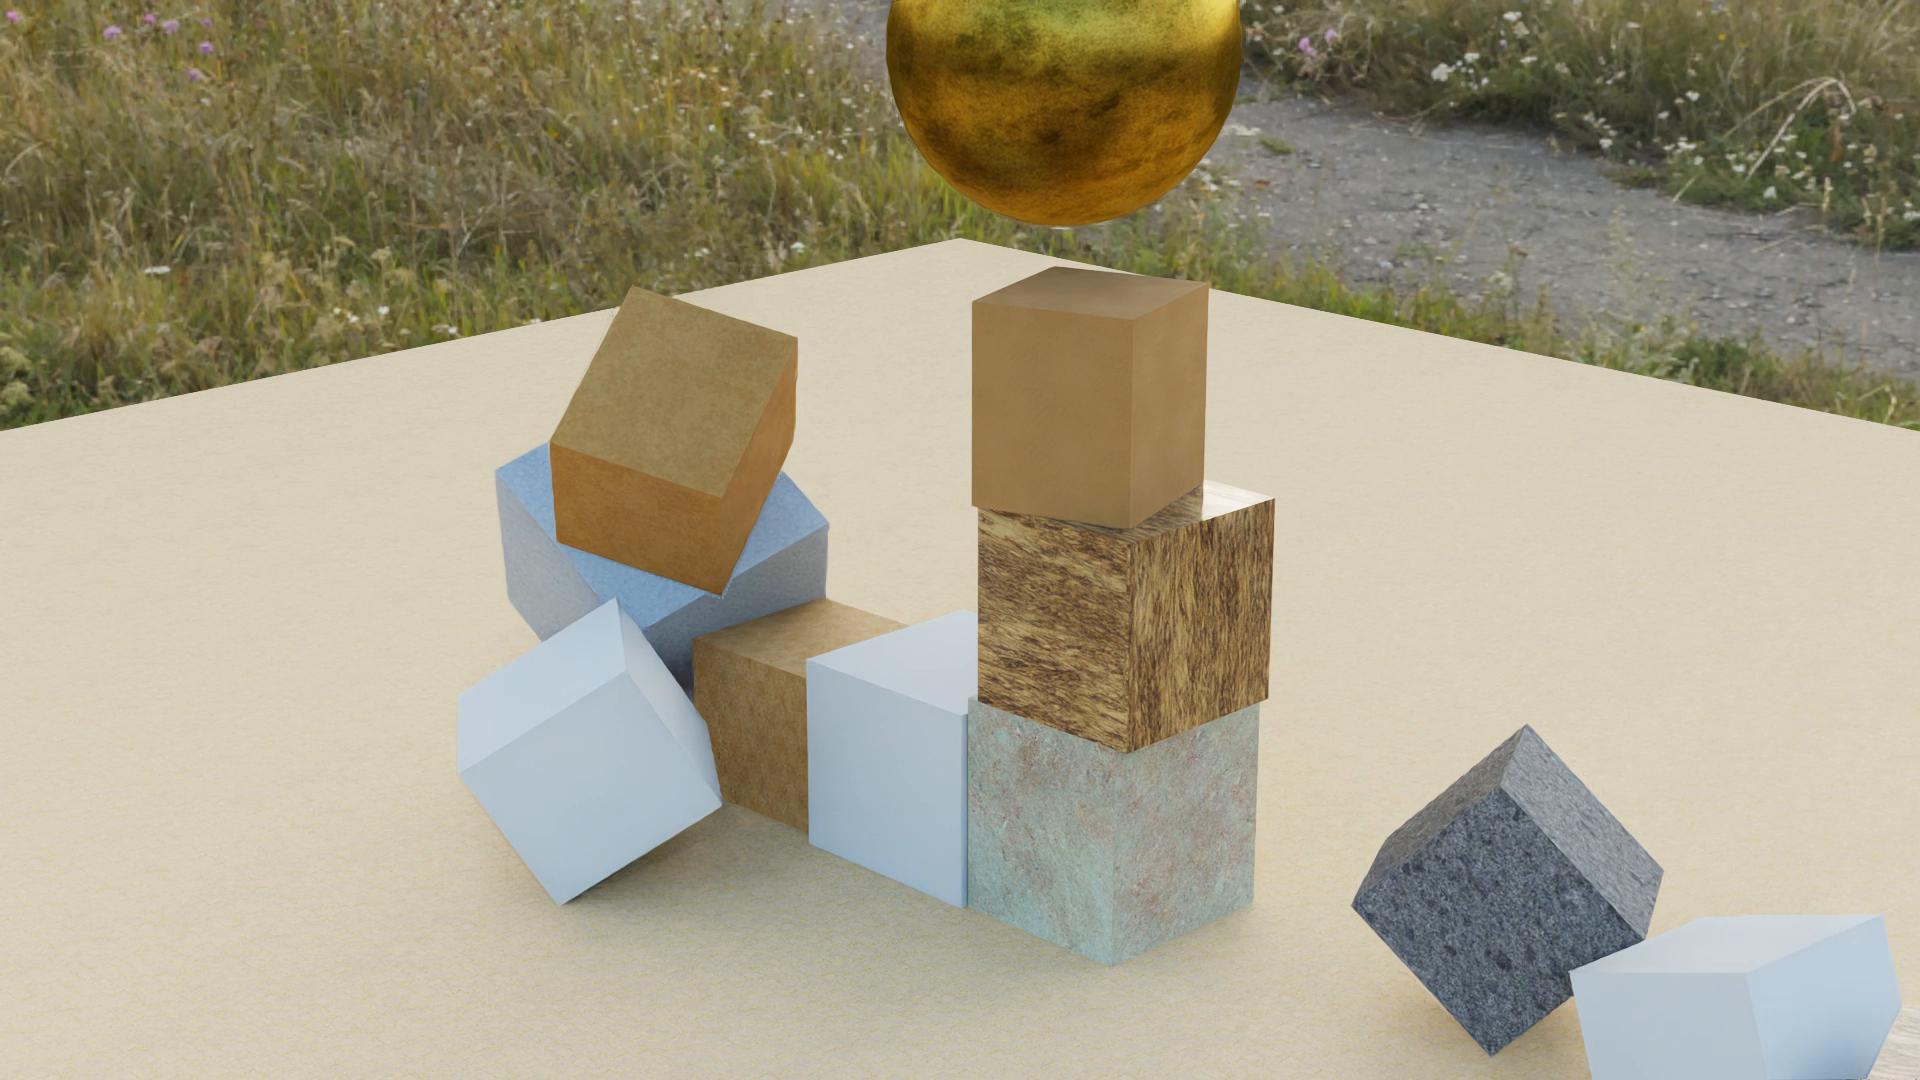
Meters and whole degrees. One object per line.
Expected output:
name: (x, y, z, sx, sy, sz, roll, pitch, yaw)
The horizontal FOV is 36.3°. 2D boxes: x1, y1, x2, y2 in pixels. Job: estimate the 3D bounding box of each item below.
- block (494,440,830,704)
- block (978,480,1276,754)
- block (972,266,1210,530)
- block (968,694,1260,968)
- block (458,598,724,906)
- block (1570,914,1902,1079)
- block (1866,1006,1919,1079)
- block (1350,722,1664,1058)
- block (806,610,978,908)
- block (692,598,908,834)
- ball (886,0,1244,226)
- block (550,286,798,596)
block: (-1.498, 0.114, 14.819, 1.160, 1.138, 1.196, -31, 62, -23)
block: (0.712, 0.261, 12.652, 0.924, 0.916, 0.874, -17, 24, -42)
block: (0.555, -0.620, 12.449, 0.733, 0.887, 0.784, 9, 20, 26)
block: (0.677, 1.157, 12.995, 0.866, 1.000, 0.949, 17, 24, 42)
block: (-1.696, 0.952, 13.366, 0.871, 0.791, 0.894, -32, 22, 3)
block: (2.908, 1.844, 10.863, 0.798, 0.721, 0.834, -13, 1, -36)
block: (3.582, 2.183, 10.112, 0.851, 0.771, 0.693, 9, 20, 26)
block: (2.229, 1.410, 11.893, 0.824, 0.809, 0.773, 47, 24, 2)
block: (0.012, 0.991, 13.657, 1.021, 0.920, 1.021, -16, 24, -42)
block: (-0.676, 0.850, 14.333, 0.888, 0.784, 0.866, 16, 24, 42)
ball: (0.466, -2.208, 13.137, 1.600, 1.600, 1.600, 0, 17, 0)
block: (-1.355, -0.474, 14.024, 0.850, 0.823, 0.995, 18, 56, 7)
